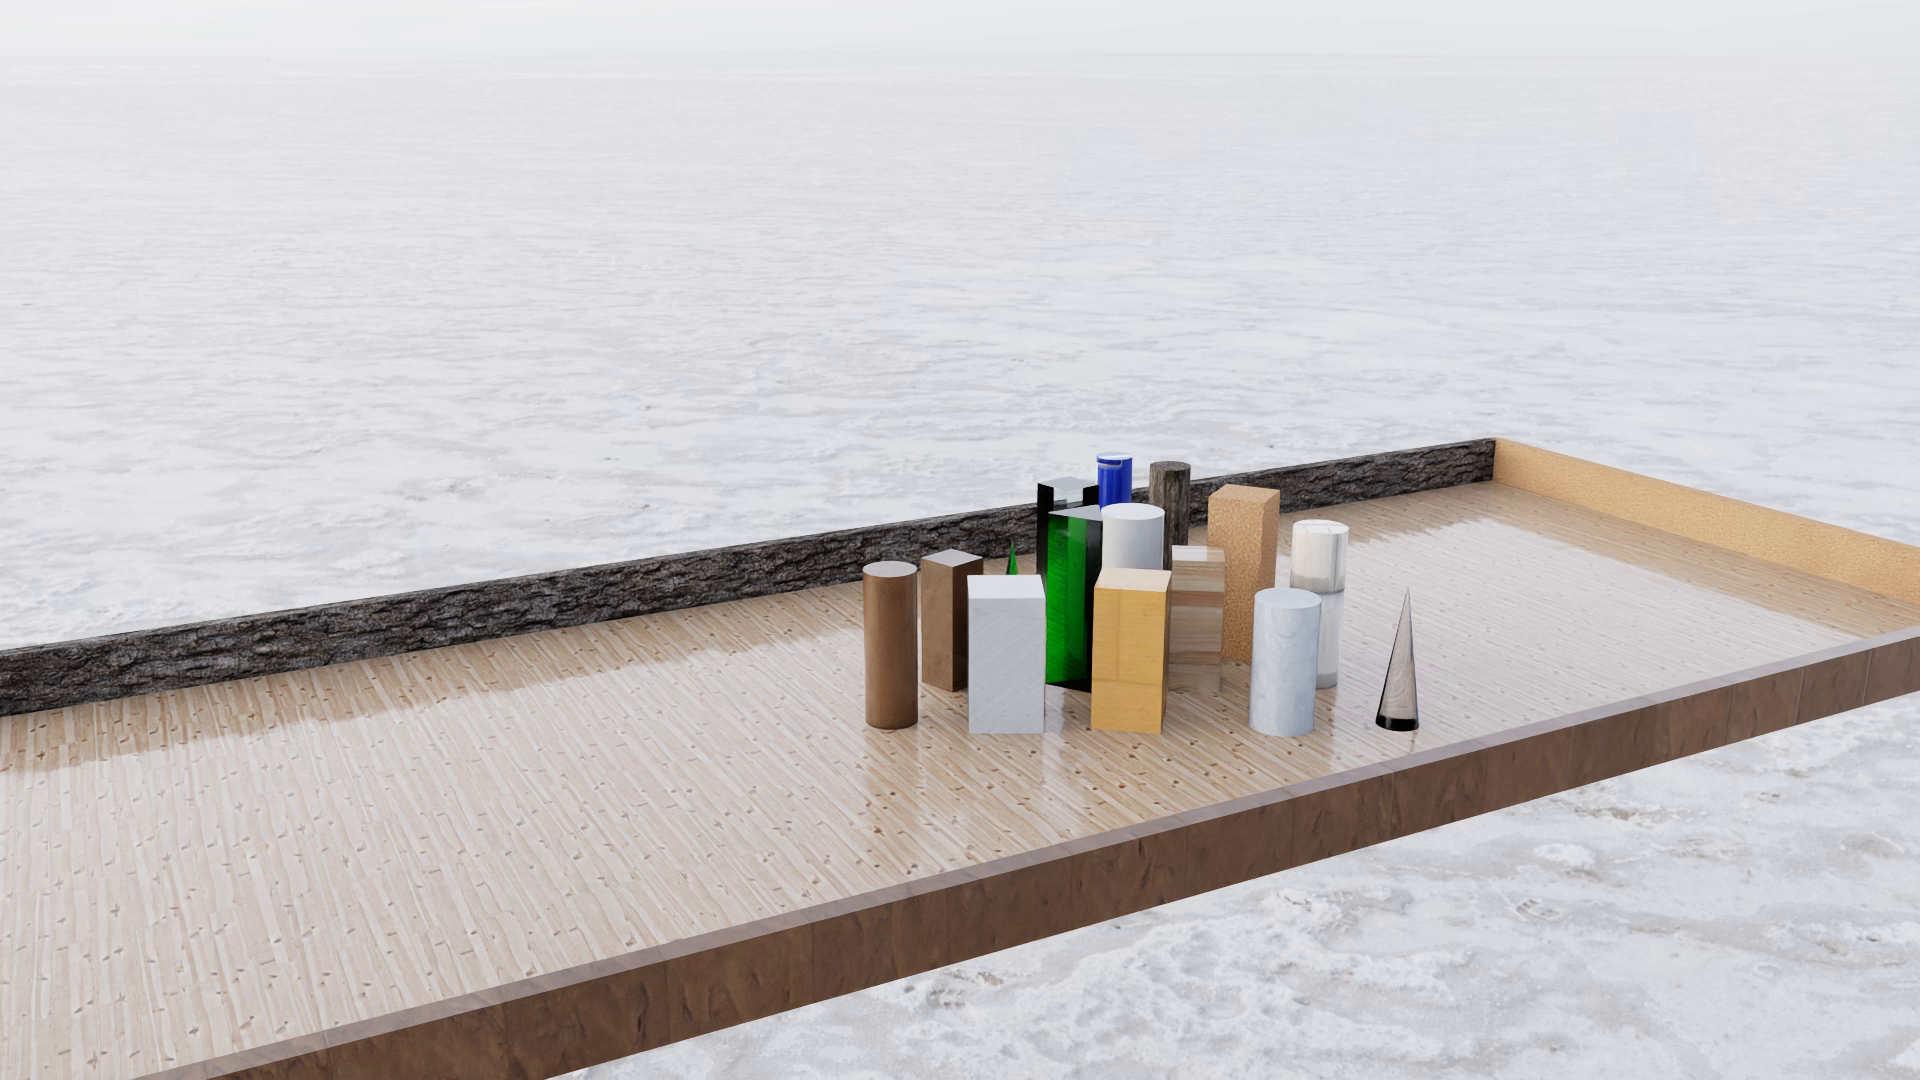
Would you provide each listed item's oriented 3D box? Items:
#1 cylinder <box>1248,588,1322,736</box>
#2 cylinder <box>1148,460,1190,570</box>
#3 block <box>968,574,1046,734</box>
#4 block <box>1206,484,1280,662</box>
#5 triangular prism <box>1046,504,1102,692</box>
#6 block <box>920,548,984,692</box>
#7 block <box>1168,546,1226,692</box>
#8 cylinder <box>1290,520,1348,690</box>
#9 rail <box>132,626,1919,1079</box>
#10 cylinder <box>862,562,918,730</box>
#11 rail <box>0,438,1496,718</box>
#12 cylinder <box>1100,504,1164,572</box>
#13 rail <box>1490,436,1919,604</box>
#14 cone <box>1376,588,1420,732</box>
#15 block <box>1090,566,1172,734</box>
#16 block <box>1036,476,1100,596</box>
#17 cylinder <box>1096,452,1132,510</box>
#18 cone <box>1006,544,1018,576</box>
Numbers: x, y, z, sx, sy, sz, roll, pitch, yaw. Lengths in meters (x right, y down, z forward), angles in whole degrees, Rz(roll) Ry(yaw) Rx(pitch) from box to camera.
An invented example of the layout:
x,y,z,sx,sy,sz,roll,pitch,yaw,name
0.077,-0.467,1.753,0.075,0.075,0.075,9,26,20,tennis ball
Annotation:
x,y,z,sx,sy,sz,roll,pitch,yaw,name
0.754,0.283,3.837,0.152,0.313,0.152,0,16,0,cylinder
0.575,0.005,4.569,0.112,0.434,0.112,0,16,0,cylinder
0.105,0.266,3.864,0.173,0.331,0.173,0,16,-1,block
0.732,0.086,4.300,0.144,0.430,0.144,8,18,26,block
0.308,0.141,4.087,0.145,0.444,0.125,9,19,29,triangular prism
-0.020,0.200,4.098,0.109,0.326,0.109,15,22,42,block
0.584,0.195,4.091,0.126,0.338,0.126,2,16,6,block
0.884,0.160,4.098,0.133,0.401,0.133,0,16,0,cylinder
-2.336,1.006,1.665,12.000,0.150,0.050,-9,18,-27,rail
-0.162,0.246,3.854,0.125,0.374,0.125,0,16,0,cylinder
-3.305,0.497,3.399,12.000,0.150,0.050,-9,18,-27,rail
0.446,0.108,4.312,0.164,0.380,0.164,0,16,0,cylinder
2.466,-0.048,5.253,0.050,0.150,2.100,-9,18,-27,rail
1.030,0.265,3.836,0.101,0.348,0.101,0,16,0,cone
0.402,0.257,3.867,0.162,0.346,0.162,3,17,11,block
0.299,0.025,4.601,0.121,0.377,0.121,-13,21,-38,block
0.445,-0.049,4.808,0.104,0.403,0.104,0,16,0,cylinder
0.136,0.143,4.329,0.100,0.305,0.100,0,16,0,cone
